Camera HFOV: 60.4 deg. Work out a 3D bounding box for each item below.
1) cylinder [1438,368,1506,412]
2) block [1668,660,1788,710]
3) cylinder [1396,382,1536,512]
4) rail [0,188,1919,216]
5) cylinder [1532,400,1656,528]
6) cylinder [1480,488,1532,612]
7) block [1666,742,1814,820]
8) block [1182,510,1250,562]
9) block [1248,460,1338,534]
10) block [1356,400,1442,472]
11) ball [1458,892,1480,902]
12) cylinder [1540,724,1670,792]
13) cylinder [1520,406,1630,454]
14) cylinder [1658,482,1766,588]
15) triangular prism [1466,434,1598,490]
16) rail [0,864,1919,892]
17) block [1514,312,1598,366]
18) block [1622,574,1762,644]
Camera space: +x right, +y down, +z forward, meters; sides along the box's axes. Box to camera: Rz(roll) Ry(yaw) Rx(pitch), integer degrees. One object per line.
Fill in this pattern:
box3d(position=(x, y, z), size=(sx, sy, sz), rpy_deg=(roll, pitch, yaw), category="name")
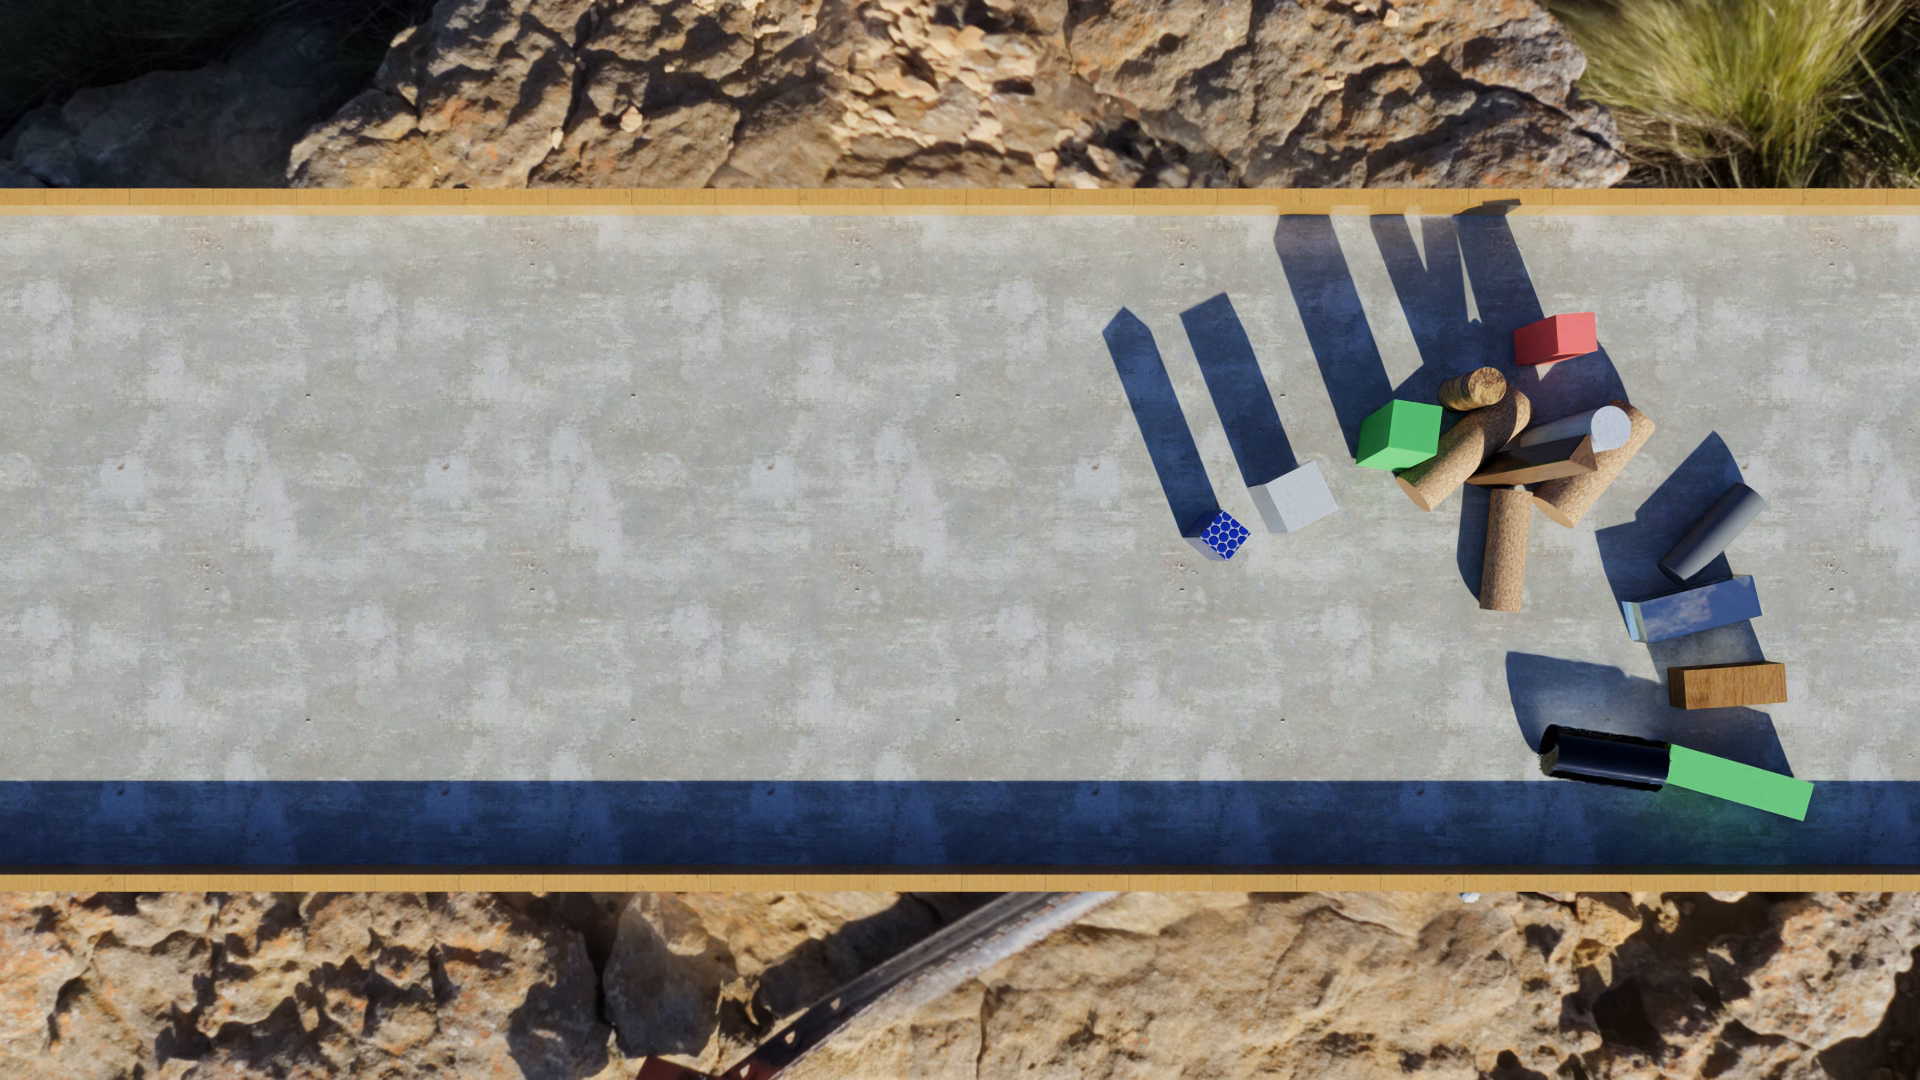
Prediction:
box3d(position=(1.524, -0.445, 4.922), size=(0.109, 0.309, 0.109), rpy_deg=(0, 90, 0), category="cylinder")
box3d(position=(2.332, 0.441, 5.018), size=(0.304, 0.117, 0.117), rpy_deg=(-4, 90, 0), category="block")
box3d(position=(1.536, -0.282, 5.005), size=(0.430, 0.143, 0.143), rpy_deg=(-42, 90, 0), category="cylinder")
box3d(position=(-2.247, -1.025, 5.002), size=(12.000, 0.150, 0.050), rpy_deg=(0, 90, 0), category="rail")
box3d(position=(1.919, -0.230, 5.001), size=(0.152, 0.152, 0.384), rpy_deg=(40, 90, 0), category="cylinder")
box3d(position=(1.660, 0.033, 5.016), size=(0.120, 0.120, 0.366), rpy_deg=(6, 90, 0), category="cylinder")
box3d(position=(2.339, 0.729, 5.019), size=(0.444, 0.116, 0.116), rpy_deg=(16, 90, 0), category="block")
box3d(position=(0.758, -0.013, 4.894), size=(0.105, 0.365, 0.105), rpy_deg=(40, 90, 0), category="block")
box3d(position=(0.989, -0.125, 4.923), size=(0.159, 0.307, 0.159), rpy_deg=(-26, 90, 0), category="block")
box3d(position=(1.296, -0.305, 4.887), size=(0.140, 0.366, 0.140), rpy_deg=(9, 84, 0), category="block")
box3d(position=(7.688, 5.315, 24.908), size=(0.326, 0.326, 0.326), rpy_deg=(0, 90, 0), category="ball")
box3d(position=(1.951, 0.661, 4.998), size=(0.333, 0.157, 0.157), rpy_deg=(8, 90, 0), category="cylinder")
box3d(position=(1.811, -0.305, 4.870), size=(0.124, 0.396, 0.124), rpy_deg=(1, 86, -10), category="cylinder")
box3d(position=(2.288, -0.015, 5.021), size=(0.110, 0.110, 0.342), rpy_deg=(44, 90, 0), category="cylinder")
box3d(position=(1.681, -0.235, 4.867), size=(0.107, 0.439, 0.093), rpy_deg=(19, 77, -22), category="triangular prism")
box3d(position=(-2.247, 1.025, 5.001), size=(12.000, 0.150, 0.050), rpy_deg=(0, 90, 0), category="rail")
box3d(position=(1.763, -0.593, 4.896), size=(0.111, 0.362, 0.111), rpy_deg=(-4, 90, 0), category="block")
box3d(position=(2.223, 0.208, 5.014), size=(0.352, 0.126, 0.126), rpy_deg=(-14, 90, 0), category="block")
